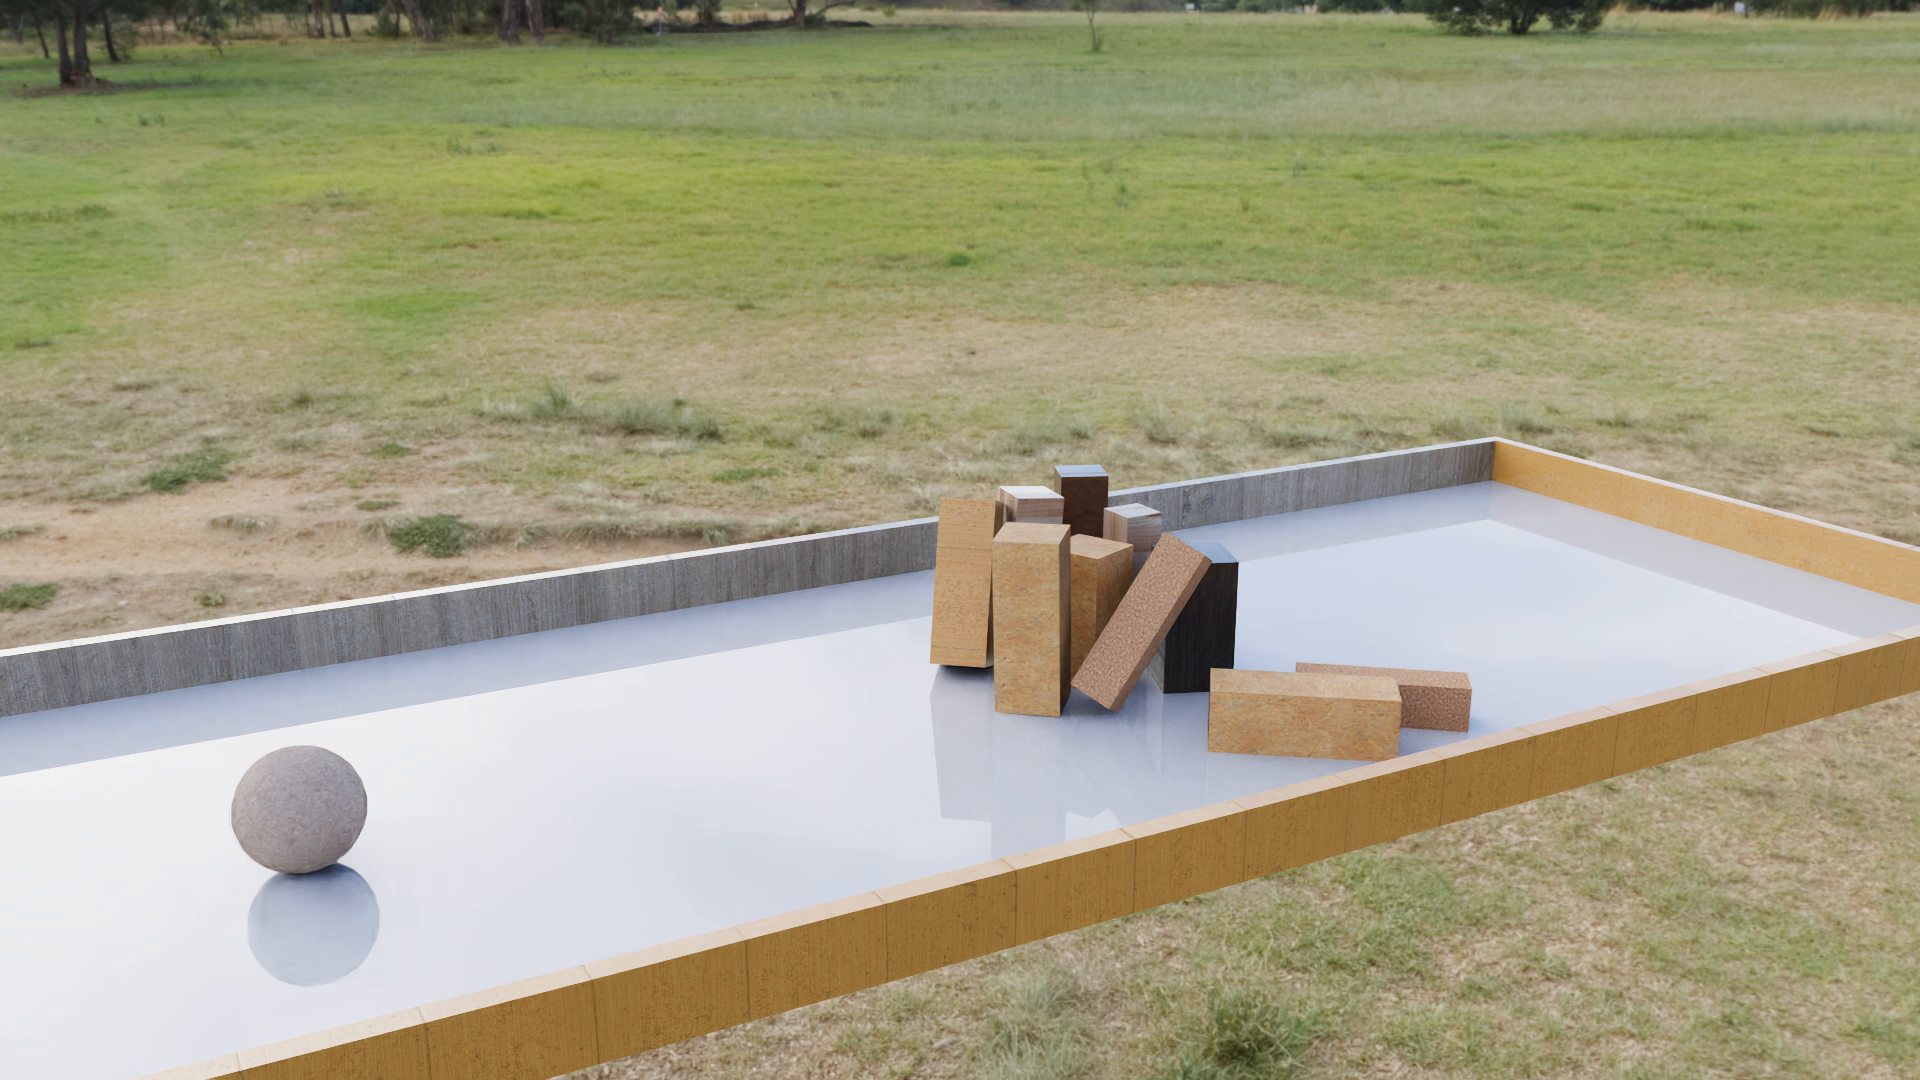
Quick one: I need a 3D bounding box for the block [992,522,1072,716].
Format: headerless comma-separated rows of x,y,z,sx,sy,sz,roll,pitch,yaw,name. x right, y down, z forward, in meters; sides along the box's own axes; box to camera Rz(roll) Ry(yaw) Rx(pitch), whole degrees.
0.174,0.188,3.943,0.158,0.429,0.158,3,18,13,block

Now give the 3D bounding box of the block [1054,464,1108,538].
0.332,0.011,4.579,0.129,0.417,0.129,-2,16,-5,block

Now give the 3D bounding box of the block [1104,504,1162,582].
0.446,0.107,4.312,0.107,0.382,0.107,-9,19,-28,block

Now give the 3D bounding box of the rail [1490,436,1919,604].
2.466,-0.048,5.253,0.050,0.150,2.100,-9,18,-27,rail

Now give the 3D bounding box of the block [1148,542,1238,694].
0.578,0.192,4.111,0.175,0.333,0.175,-2,16,-7,block

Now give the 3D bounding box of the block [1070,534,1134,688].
0.316,0.180,4.133,0.162,0.342,0.162,12,20,36,block

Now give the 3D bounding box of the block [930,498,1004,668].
0.019,0.107,4.204,0.142,0.419,0.142,3,-1,10,block

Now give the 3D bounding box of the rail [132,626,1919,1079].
-2.336,1.006,1.665,12.000,0.150,0.050,-9,18,-27,rail

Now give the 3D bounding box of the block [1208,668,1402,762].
0.776,0.396,3.746,0.417,0.147,0.147,2,17,8,block

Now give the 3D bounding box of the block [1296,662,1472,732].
0.995,0.371,3.903,0.398,0.108,0.108,3,17,10,block

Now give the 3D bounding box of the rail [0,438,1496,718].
-3.305,0.497,3.399,12.000,0.150,0.050,-9,18,-27,rail

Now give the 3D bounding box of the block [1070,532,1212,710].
0.431,0.195,3.914,0.111,0.423,0.111,33,3,19,block

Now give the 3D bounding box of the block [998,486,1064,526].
0.168,0.079,4.322,0.130,0.421,0.130,-1,16,-22,block

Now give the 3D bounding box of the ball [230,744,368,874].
-1.267,0.516,3.165,0.244,0.244,0.244,0,16,0,ball
